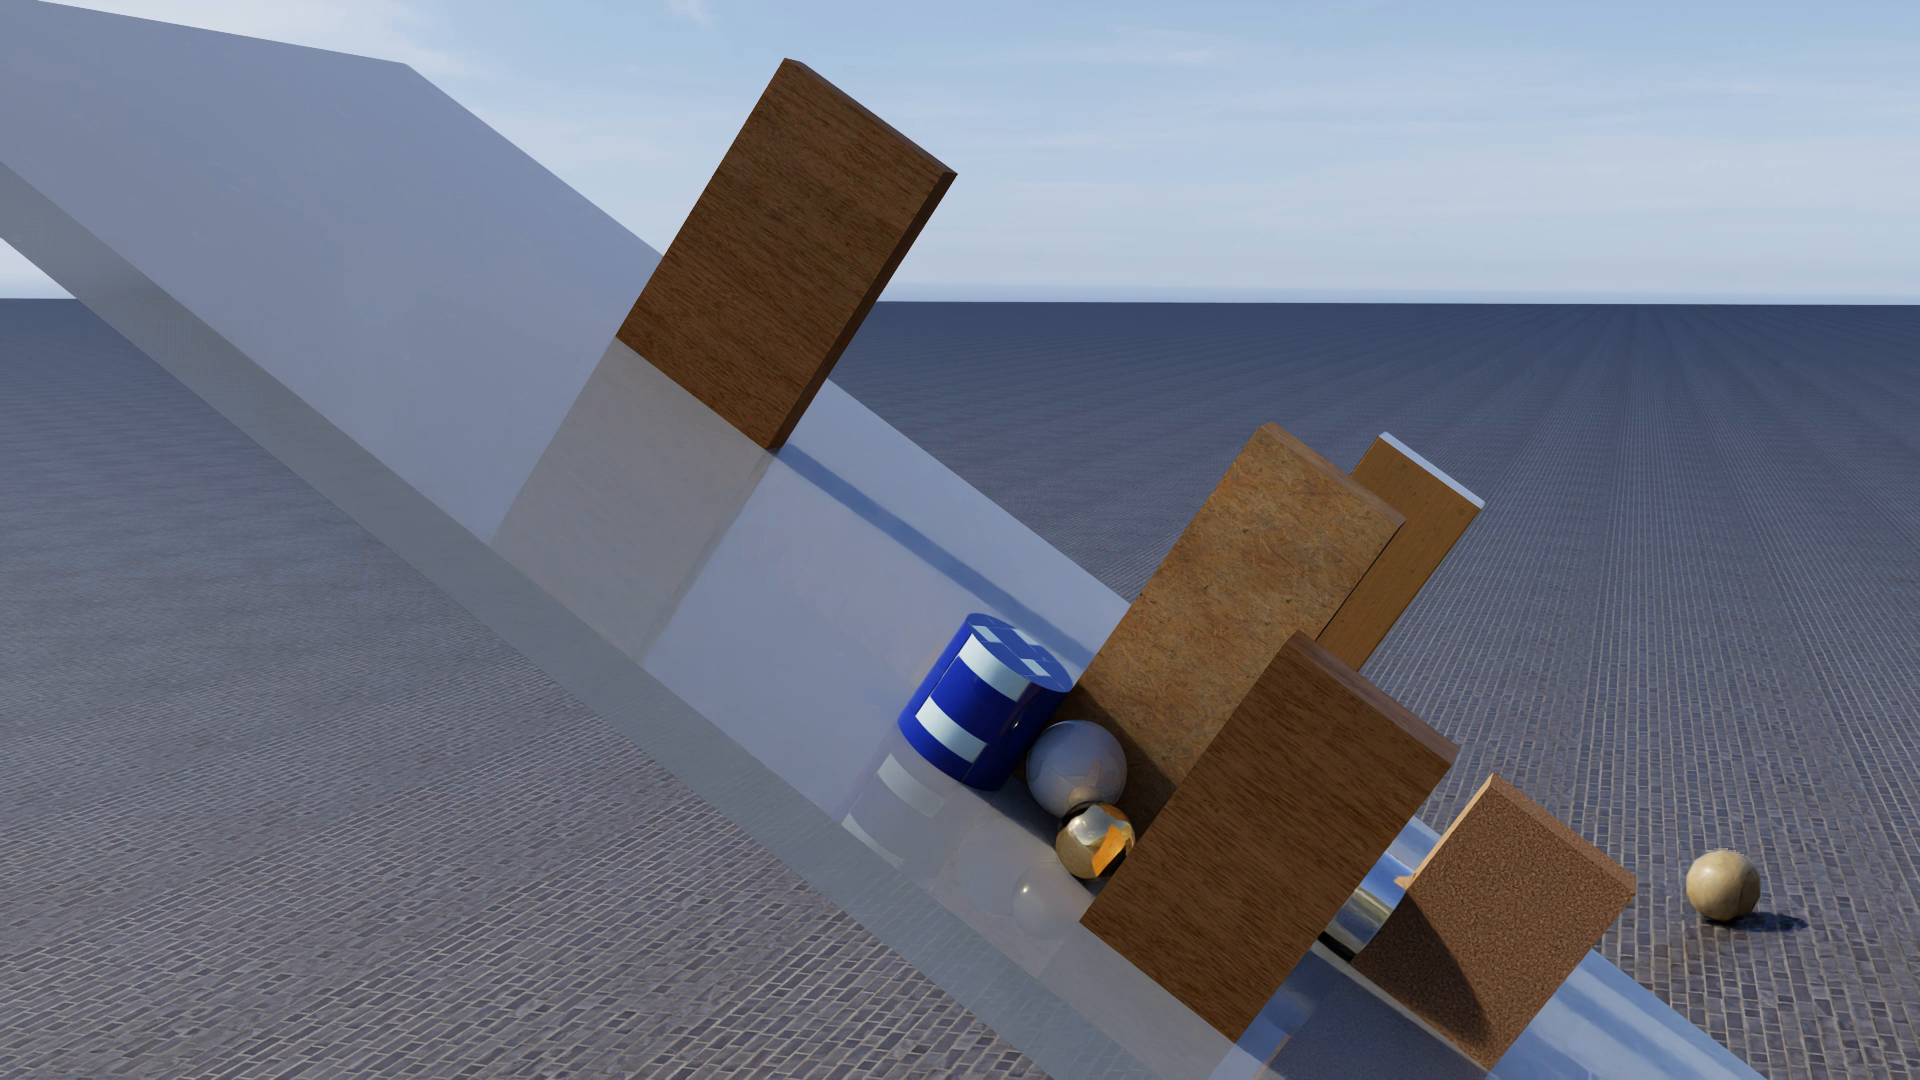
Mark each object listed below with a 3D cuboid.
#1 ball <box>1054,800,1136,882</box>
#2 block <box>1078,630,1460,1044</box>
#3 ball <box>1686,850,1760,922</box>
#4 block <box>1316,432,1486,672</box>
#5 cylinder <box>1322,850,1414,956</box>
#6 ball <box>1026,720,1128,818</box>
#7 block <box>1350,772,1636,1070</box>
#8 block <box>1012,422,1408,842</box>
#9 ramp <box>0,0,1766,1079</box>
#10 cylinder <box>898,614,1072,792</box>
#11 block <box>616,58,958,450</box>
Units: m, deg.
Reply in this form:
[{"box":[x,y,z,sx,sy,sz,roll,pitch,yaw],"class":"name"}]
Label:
[{"box":[0.210,0.467,3.413,0.126,0.126,0.126,0,7,0],"class":"ball"},{"box":[0.452,0.435,3.240,0.288,0.530,0.127,37,16,10],"class":"block"},{"box":[2.185,0.992,6.298,0.204,0.204,0.204,0,7,0],"class":"ball"},{"box":[0.792,0.122,4.618,0.254,0.671,0.137,37,16,10],"class":"block"},{"box":[0.661,0.596,3.838,0.186,0.186,0.186,36,14,7],"class":"cylinder"},{"box":[0.186,0.368,3.515,0.163,0.163,0.163,0,7,0],"class":"ball"},{"box":[0.912,0.653,3.771,0.294,0.401,0.106,37,16,10],"class":"block"},{"box":[0.402,0.176,3.583,0.267,0.708,0.137,37,16,10],"class":"block"},{"box":[-0.100,0.175,4.086,4.000,0.100,2.000,37,16,10],"class":"ramp"},{"box":[0.040,0.260,3.539,0.204,0.204,0.204,32,16,-10],"class":"cylinder"},{"box":[-0.350,-0.563,4.366,0.394,0.658,0.093,37,16,10],"class":"block"}]
